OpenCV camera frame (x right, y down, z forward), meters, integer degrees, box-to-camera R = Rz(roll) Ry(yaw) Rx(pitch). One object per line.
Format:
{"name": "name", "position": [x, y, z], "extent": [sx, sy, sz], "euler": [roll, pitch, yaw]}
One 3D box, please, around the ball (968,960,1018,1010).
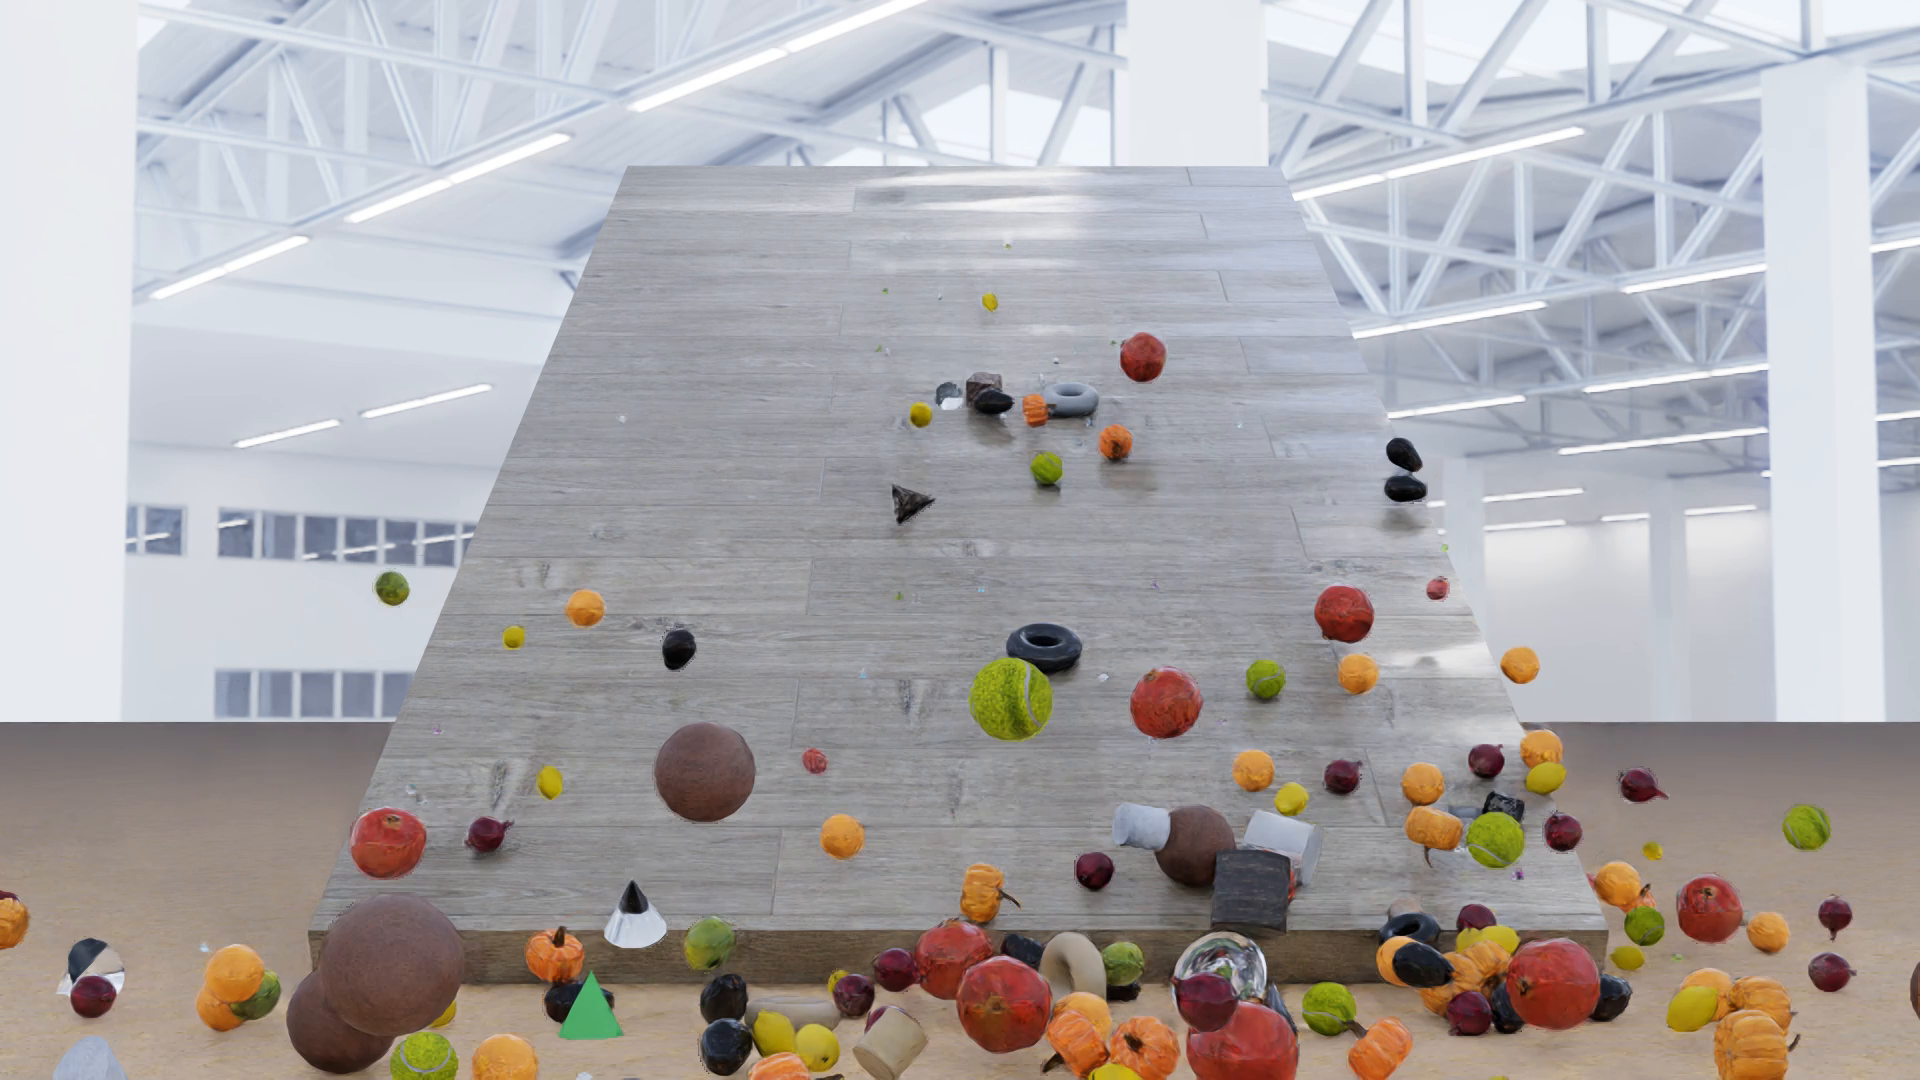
{"name": "ball", "position": [0.046, 0.630, 3.338], "extent": [0.070, 0.070, 0.070], "euler": [0, -4, 0]}

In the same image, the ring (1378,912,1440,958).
{"name": "ring", "position": [0.666, 0.586, 3.497], "extent": [0.094, 0.031, 0.094], "euler": [-20, 18, 7]}

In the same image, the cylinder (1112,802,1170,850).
{"name": "cylinder", "position": [0.281, 0.445, 3.652], "extent": [0.066, 0.066, 0.066], "euler": [12, -8, -22]}

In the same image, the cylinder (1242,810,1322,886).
{"name": "cylinder", "position": [0.510, 0.488, 3.735], "extent": [0.098, 0.098, 0.098], "euler": [13, 1, 24]}

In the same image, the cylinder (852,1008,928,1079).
{"name": "cylinder", "position": [-0.078, 0.566, 2.633], "extent": [0.060, 0.060, 0.060], "euler": [-45, 21, -28]}

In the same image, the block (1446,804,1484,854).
{"name": "block", "position": [0.820, 0.470, 3.828], "extent": [0.053, 0.053, 0.053], "euler": [4, 26, 8]}

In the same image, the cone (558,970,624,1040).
{"name": "cone", "position": [-0.481, 0.603, 3.068], "extent": [0.085, 0.085, 0.085], "euler": [0, -4, 0]}

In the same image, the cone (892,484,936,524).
{"name": "cone", "position": [-0.092, -0.079, 4.894], "extent": [0.086, 0.086, 0.086], "euler": [-8, -5, 3]}

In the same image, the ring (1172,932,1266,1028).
{"name": "ring", "position": [0.340, 0.578, 3.092], "extent": [0.137, 0.137, 0.046], "euler": [-4, -35, 40]}

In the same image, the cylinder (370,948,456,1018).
{"name": "cylinder", "position": [-0.693, 0.560, 2.983], "extent": [0.075, 0.075, 0.075], "euler": [-3, 1, 34]}

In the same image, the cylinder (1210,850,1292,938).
{"name": "cylinder", "position": [0.387, 0.470, 3.129], "extent": [0.099, 0.099, 0.099], "euler": [6, -17, 2]}

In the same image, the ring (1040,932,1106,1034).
{"name": "ring", "position": [0.146, 0.572, 3.047], "extent": [0.043, 0.130, 0.130], "euler": [1, -4, -29]}

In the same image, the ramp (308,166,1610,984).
{"name": "ramp", "position": [-0.010, -0.229, 5.438], "extent": [2.000, 0.100, 4.000], "euler": [0, 26, 0]}

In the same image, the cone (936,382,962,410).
{"name": "cone", "position": [-0.035, -0.332, 5.502], "extent": [0.067, 0.067, 0.067], "euler": [1, -2, -17]}

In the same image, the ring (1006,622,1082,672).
{"name": "ring", "position": [0.157, 0.200, 4.388], "extent": [0.143, 0.048, 0.143], "euler": [1, 27, 0]}

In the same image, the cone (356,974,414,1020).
{"name": "cone", "position": [-0.777, 0.641, 3.248], "extent": [0.079, 0.079, 0.079], "euler": [34, 14, 30]}

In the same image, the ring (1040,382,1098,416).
{"name": "ring", "position": [0.254, -0.328, 5.477], "extent": [0.137, 0.046, 0.137], "euler": [-1, 26, 1]}

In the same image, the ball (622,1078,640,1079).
{"name": "ball", "position": [-0.332, 0.569, 2.378], "extent": [0.050, 0.050, 0.050], "euler": [0, -4, 0]}

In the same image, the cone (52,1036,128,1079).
{"name": "cone", "position": [-0.895, 0.582, 2.485], "extent": [0.090, 0.090, 0.090], "euler": [-3, -32, 37]}

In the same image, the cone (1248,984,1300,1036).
{"name": "cone", "position": [0.411, 0.613, 3.086], "extent": [0.067, 0.067, 0.067], "euler": [0, -4, 0]}

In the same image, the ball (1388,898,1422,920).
{"name": "ball", "position": [0.683, 0.575, 3.608], "extent": [0.054, 0.054, 0.054], "euler": [0, -4, 0]}

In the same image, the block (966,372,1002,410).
{"name": "block", "position": [0.055, -0.349, 5.498], "extent": [0.064, 0.064, 0.064], "euler": [10, 28, 20]}

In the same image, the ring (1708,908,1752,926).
{"name": "ring", "position": [1.540, 0.753, 4.707], "extent": [0.086, 0.029, 0.086], "euler": [1, -4, 0]}

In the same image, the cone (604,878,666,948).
{"name": "cone", "position": [-0.498, 0.555, 3.595], "extent": [0.096, 0.096, 0.096], "euler": [0, 26, 0]}

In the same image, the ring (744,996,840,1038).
{"name": "ring", "position": [-0.221, 0.626, 3.094], "extent": [0.126, 0.042, 0.126], "euler": [1, -5, 0]}
